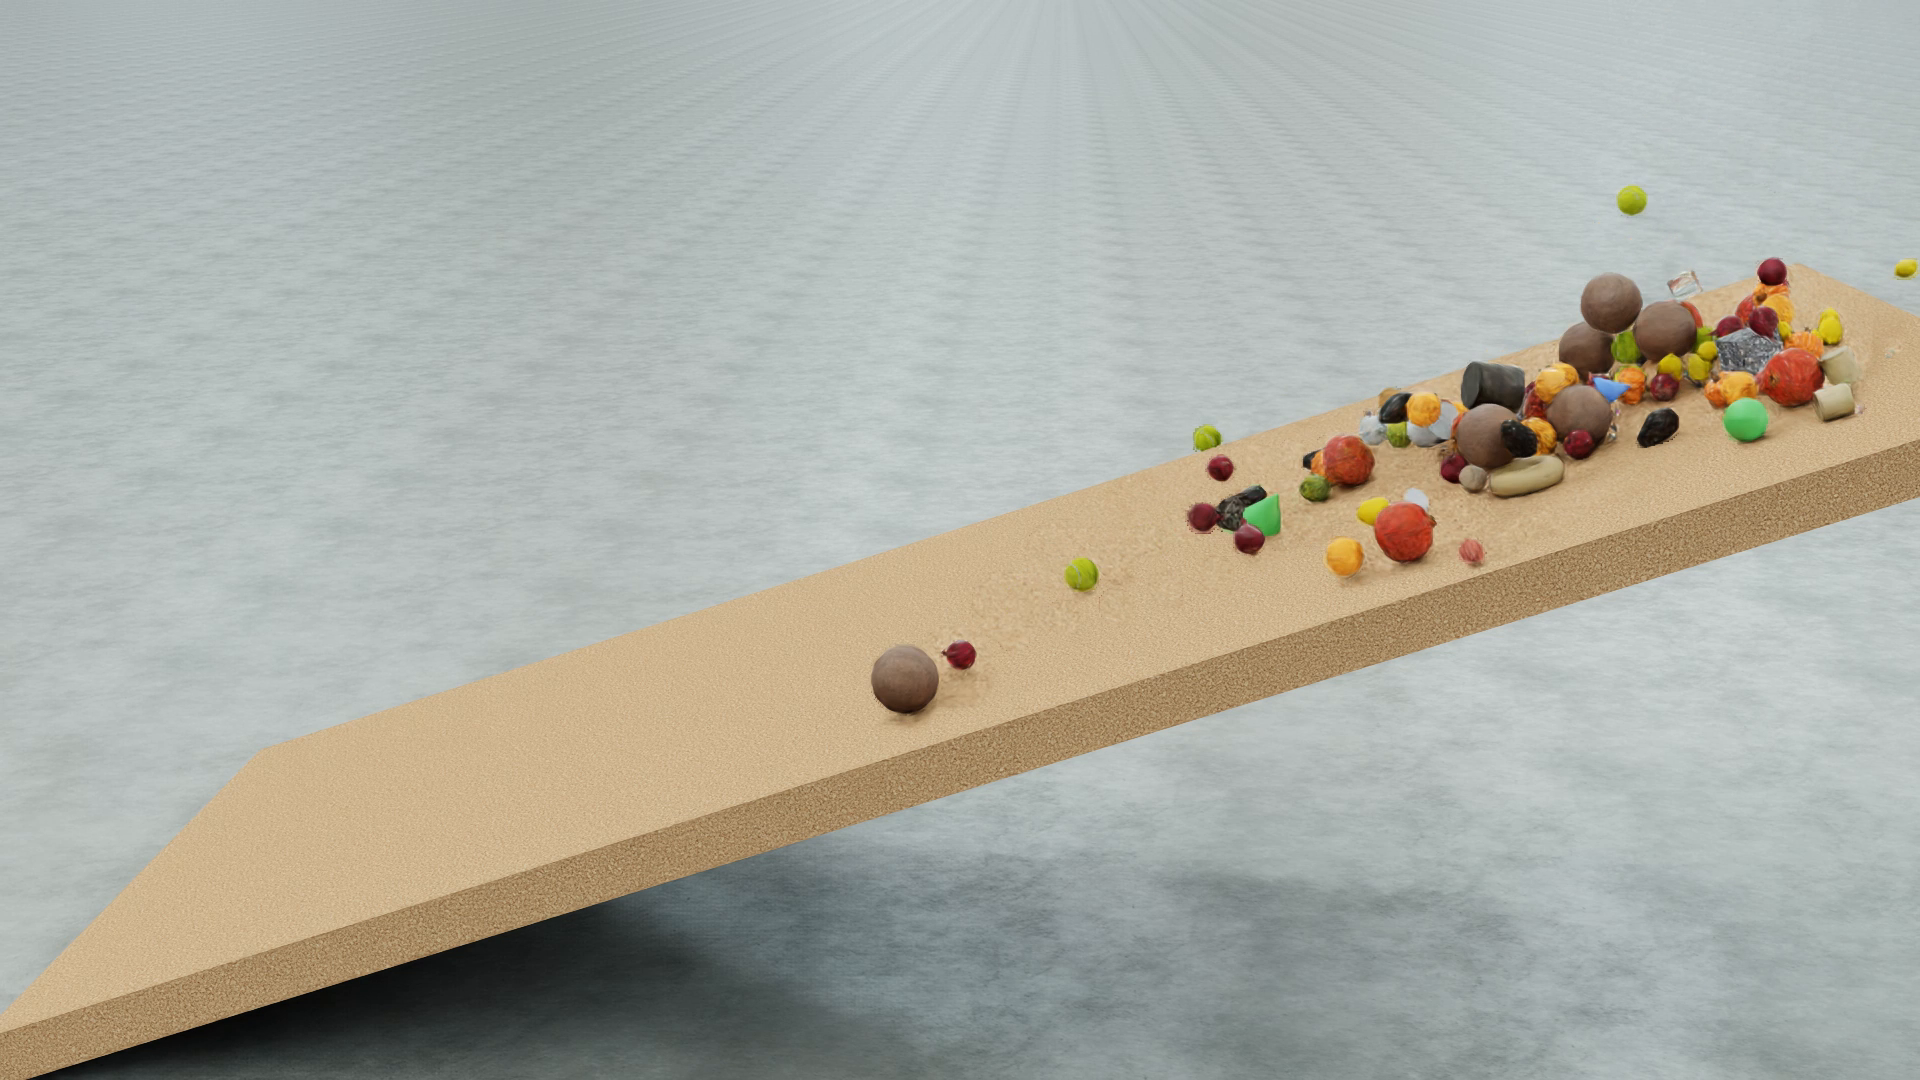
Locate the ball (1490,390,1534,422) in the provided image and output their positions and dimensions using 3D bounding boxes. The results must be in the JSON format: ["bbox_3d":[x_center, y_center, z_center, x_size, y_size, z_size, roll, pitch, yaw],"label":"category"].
[{"bbox_3d":[1.187,-0.290,6.326,0.093,0.093,0.093,0,12,0],"label":"ball"}]

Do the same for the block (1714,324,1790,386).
[{"bbox_3d":[1.622,-0.378,6.027,0.096,0.096,0.096,-21,11,-12],"label":"block"}]

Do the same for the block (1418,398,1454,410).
[{"bbox_3d":[1.064,-0.279,6.548,0.054,0.054,0.054,-14,-2,-35],"label":"block"}]

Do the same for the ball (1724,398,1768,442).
[{"bbox_3d":[1.479,-0.226,5.534,0.082,0.082,0.082,0,12,0],"label":"ball"}]

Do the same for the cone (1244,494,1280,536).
[{"bbox_3d":[0.638,-0.069,6.047,0.085,0.085,0.085,14,43,-14],"label":"cone"}]

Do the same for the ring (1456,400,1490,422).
[{"bbox_3d":[1.143,-0.291,6.535,0.080,0.027,0.080,-4,33,3],"label":"ring"}]

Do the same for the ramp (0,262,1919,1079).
[{"bbox_3d":[0.103,0.182,6.308,4.000,0.100,2.000,-18,11,5],"label":"ramp"}]

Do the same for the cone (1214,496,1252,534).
[{"bbox_3d":[0.591,-0.035,6.195,0.086,0.086,0.086,-4,35,-17],"label":"cone"}]

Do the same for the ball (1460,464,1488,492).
[{"bbox_3d":[1.023,-0.123,5.860,0.056,0.056,0.056,0,12,0],"label":"ball"}]

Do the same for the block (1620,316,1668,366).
[{"bbox_3d":[1.512,-0.439,6.503,0.066,0.066,0.066,-38,-14,-24],"label":"block"}]

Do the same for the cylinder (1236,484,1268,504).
[{"bbox_3d":[0.627,-0.085,6.349,0.053,0.053,0.053,10,29,41],"label":"cylinder"}]

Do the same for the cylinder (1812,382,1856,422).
[{"bbox_3d":[1.630,-0.257,5.488,0.060,0.060,0.060,-17,10,7],"label":"cylinder"}]

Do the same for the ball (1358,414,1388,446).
[{"bbox_3d":[0.920,-0.244,6.549,0.068,0.068,0.068,0,12,0],"label":"ball"}]

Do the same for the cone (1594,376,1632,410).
[{"bbox_3d":[1.330,-0.305,5.972,0.071,0.071,0.071,-12,10,9],"label":"cone"}]

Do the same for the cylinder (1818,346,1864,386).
[{"bbox_3d":[1.689,-0.330,5.639,0.063,0.063,0.063,-28,4,2],"label":"cylinder"}]

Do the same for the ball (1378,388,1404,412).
[{"bbox_3d":[1.013,-0.330,6.922,0.059,0.059,0.059,0,12,0],"label":"ball"}]

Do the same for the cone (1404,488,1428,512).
[{"bbox_3d":[0.899,-0.066,5.871,0.054,0.054,0.054,-7,-24,-29],"label":"cone"}]

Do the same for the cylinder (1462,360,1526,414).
[{"bbox_3d":[1.096,-0.313,6.047,0.099,0.099,0.099,7,10,-12],"label":"cylinder"}]

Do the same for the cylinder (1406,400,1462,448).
[{"bbox_3d":[1.016,-0.248,6.312,0.085,0.085,0.085,-5,-10,-23],"label":"cylinder"}]

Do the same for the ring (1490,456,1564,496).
[{"bbox_3d":[1.107,-0.126,5.750,0.148,0.049,0.148,-17,11,3],"label":"ring"}]

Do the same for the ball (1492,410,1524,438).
[{"bbox_3d":[1.161,-0.248,6.230,0.068,0.068,0.068,0,12,0],"label":"ball"}]

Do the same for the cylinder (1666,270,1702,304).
[{"bbox_3d":[1.549,-0.543,6.288,0.055,0.055,0.055,-29,0,23],"label":"cylinder"}]
